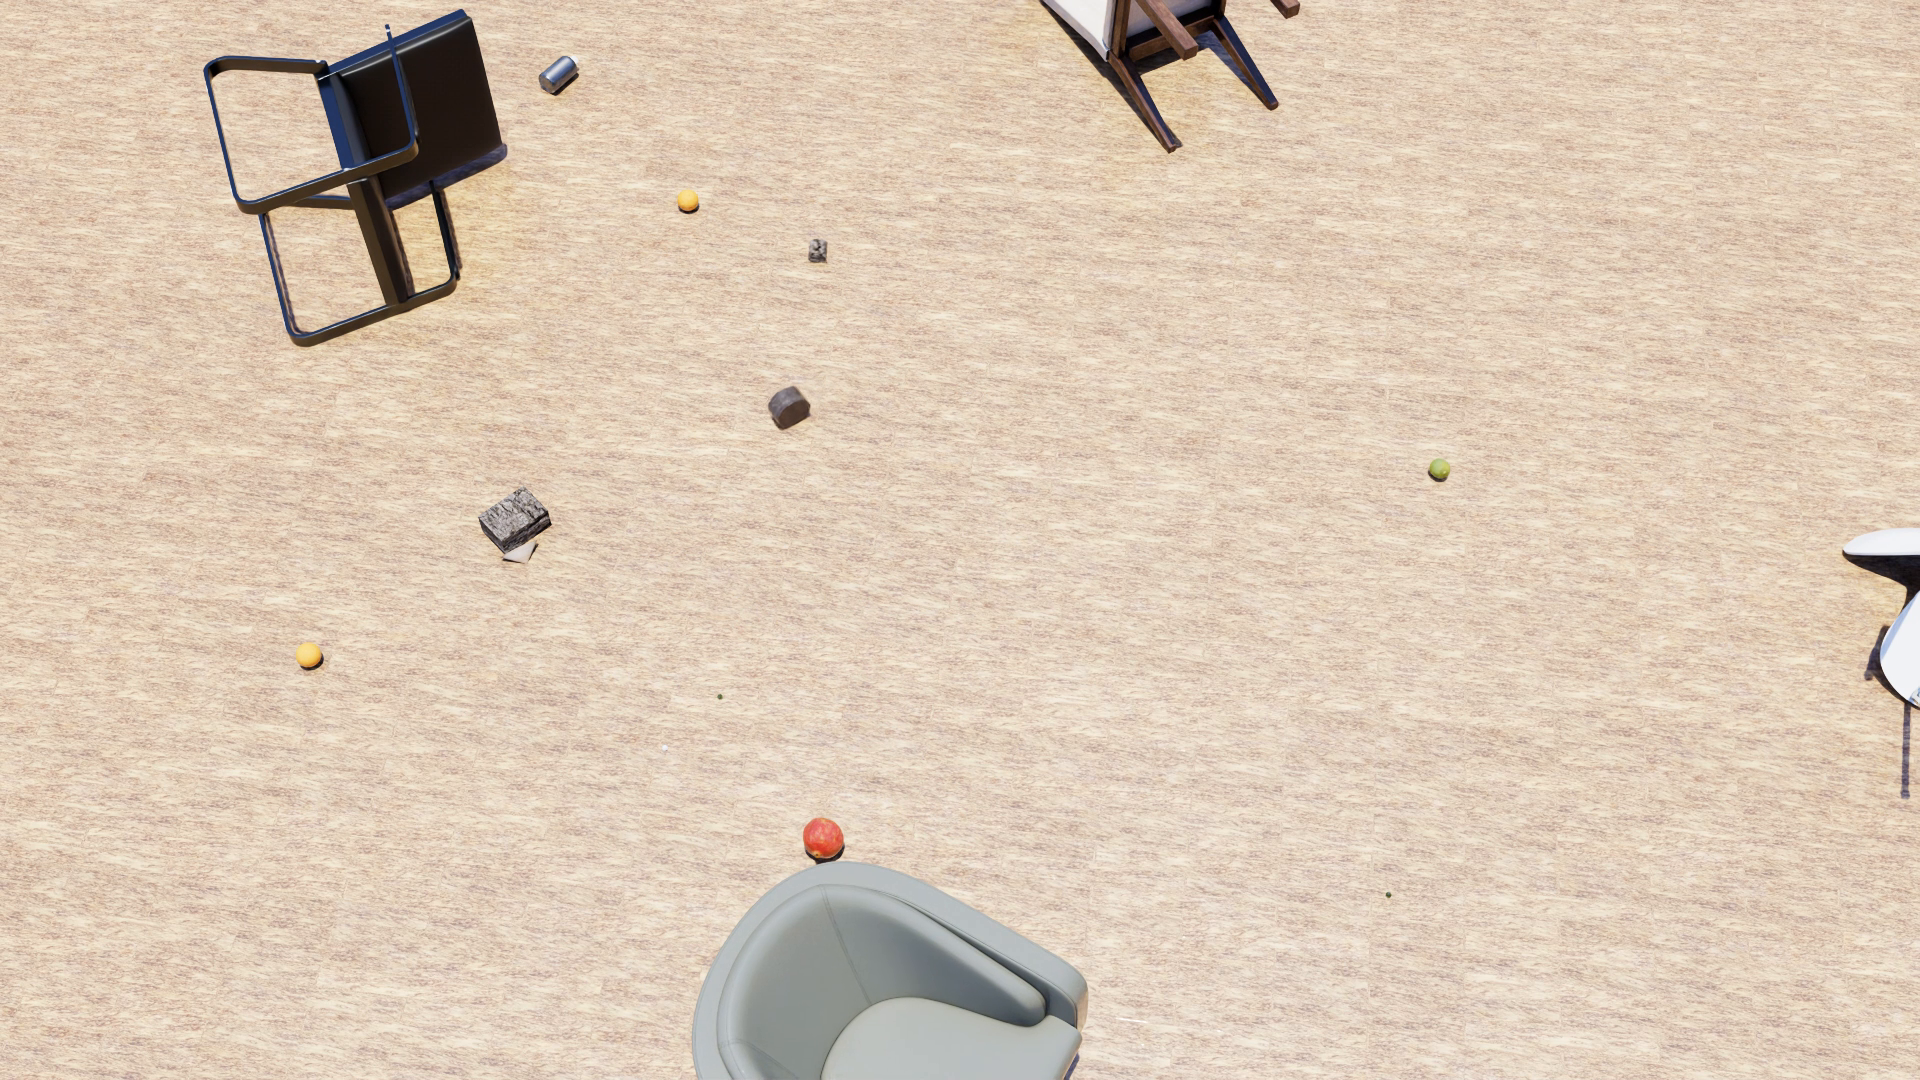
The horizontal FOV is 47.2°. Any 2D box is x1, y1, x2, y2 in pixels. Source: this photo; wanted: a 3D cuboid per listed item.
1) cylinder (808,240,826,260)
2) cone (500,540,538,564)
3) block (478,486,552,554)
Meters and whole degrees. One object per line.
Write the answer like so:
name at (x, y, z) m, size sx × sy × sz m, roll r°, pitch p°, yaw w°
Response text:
cylinder at (-0.465, -0.945, 7.185) m, size 0.059 × 0.037 × 0.071 m, roll -26°, pitch 28°, yaw 6°
cone at (-1.298, 0.049, 6.528) m, size 0.122 × 0.048 × 0.053 m, roll -27°, pitch 85°, yaw -13°
block at (-1.328, -0.057, 6.564) m, size 0.168 × 0.081 × 0.122 m, roll -37°, pitch 64°, yaw -22°
